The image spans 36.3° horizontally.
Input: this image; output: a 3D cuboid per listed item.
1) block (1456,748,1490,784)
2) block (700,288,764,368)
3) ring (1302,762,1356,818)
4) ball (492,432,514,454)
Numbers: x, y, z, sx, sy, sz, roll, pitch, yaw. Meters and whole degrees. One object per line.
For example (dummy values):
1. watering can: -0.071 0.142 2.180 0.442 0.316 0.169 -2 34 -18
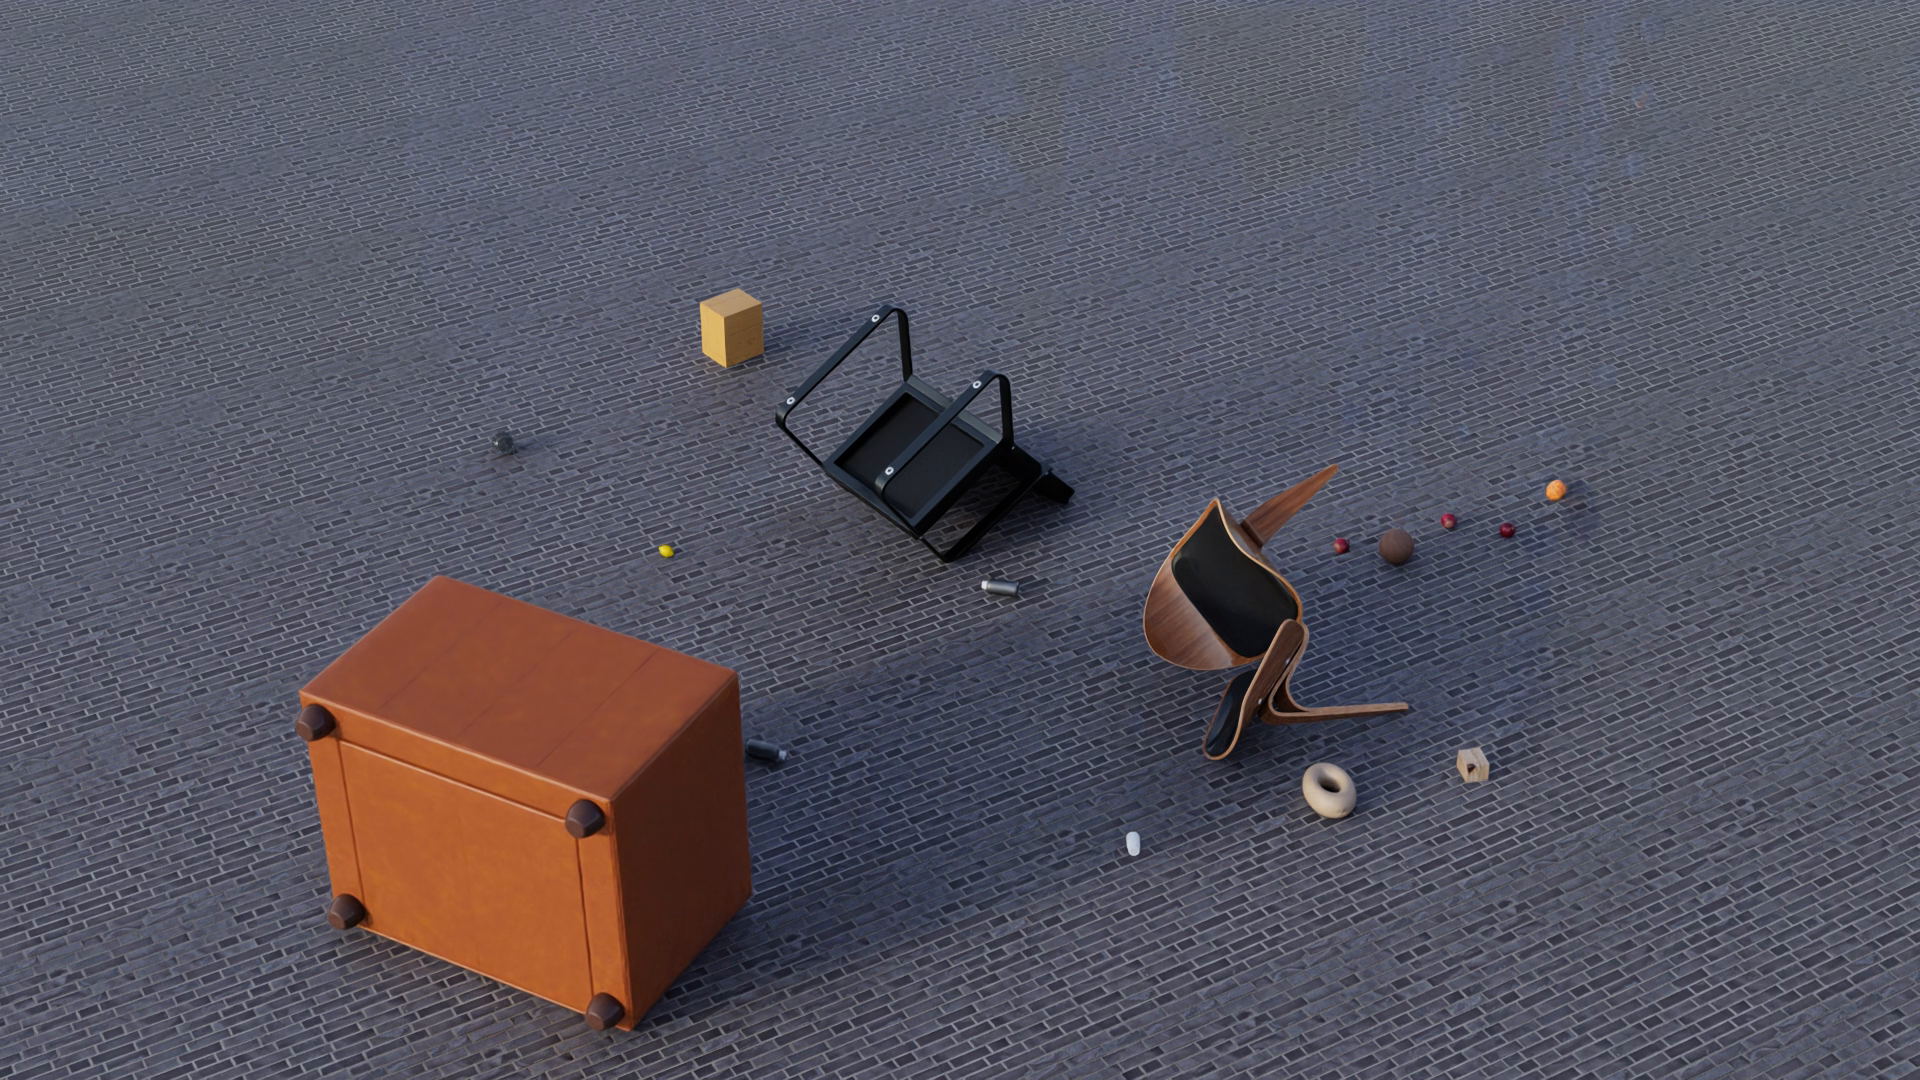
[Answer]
1. block: 1.706 0.749 9.747 0.075 0.066 0.095 -7 34 -10
2. block: -0.936 -0.872 12.054 0.193 0.236 0.165 -25 41 -32
3. ring: 1.212 0.821 9.622 0.170 0.087 0.242 -6 35 -12
4. ball: -1.782 -0.378 11.437 0.089 0.089 0.089 0 33 0
